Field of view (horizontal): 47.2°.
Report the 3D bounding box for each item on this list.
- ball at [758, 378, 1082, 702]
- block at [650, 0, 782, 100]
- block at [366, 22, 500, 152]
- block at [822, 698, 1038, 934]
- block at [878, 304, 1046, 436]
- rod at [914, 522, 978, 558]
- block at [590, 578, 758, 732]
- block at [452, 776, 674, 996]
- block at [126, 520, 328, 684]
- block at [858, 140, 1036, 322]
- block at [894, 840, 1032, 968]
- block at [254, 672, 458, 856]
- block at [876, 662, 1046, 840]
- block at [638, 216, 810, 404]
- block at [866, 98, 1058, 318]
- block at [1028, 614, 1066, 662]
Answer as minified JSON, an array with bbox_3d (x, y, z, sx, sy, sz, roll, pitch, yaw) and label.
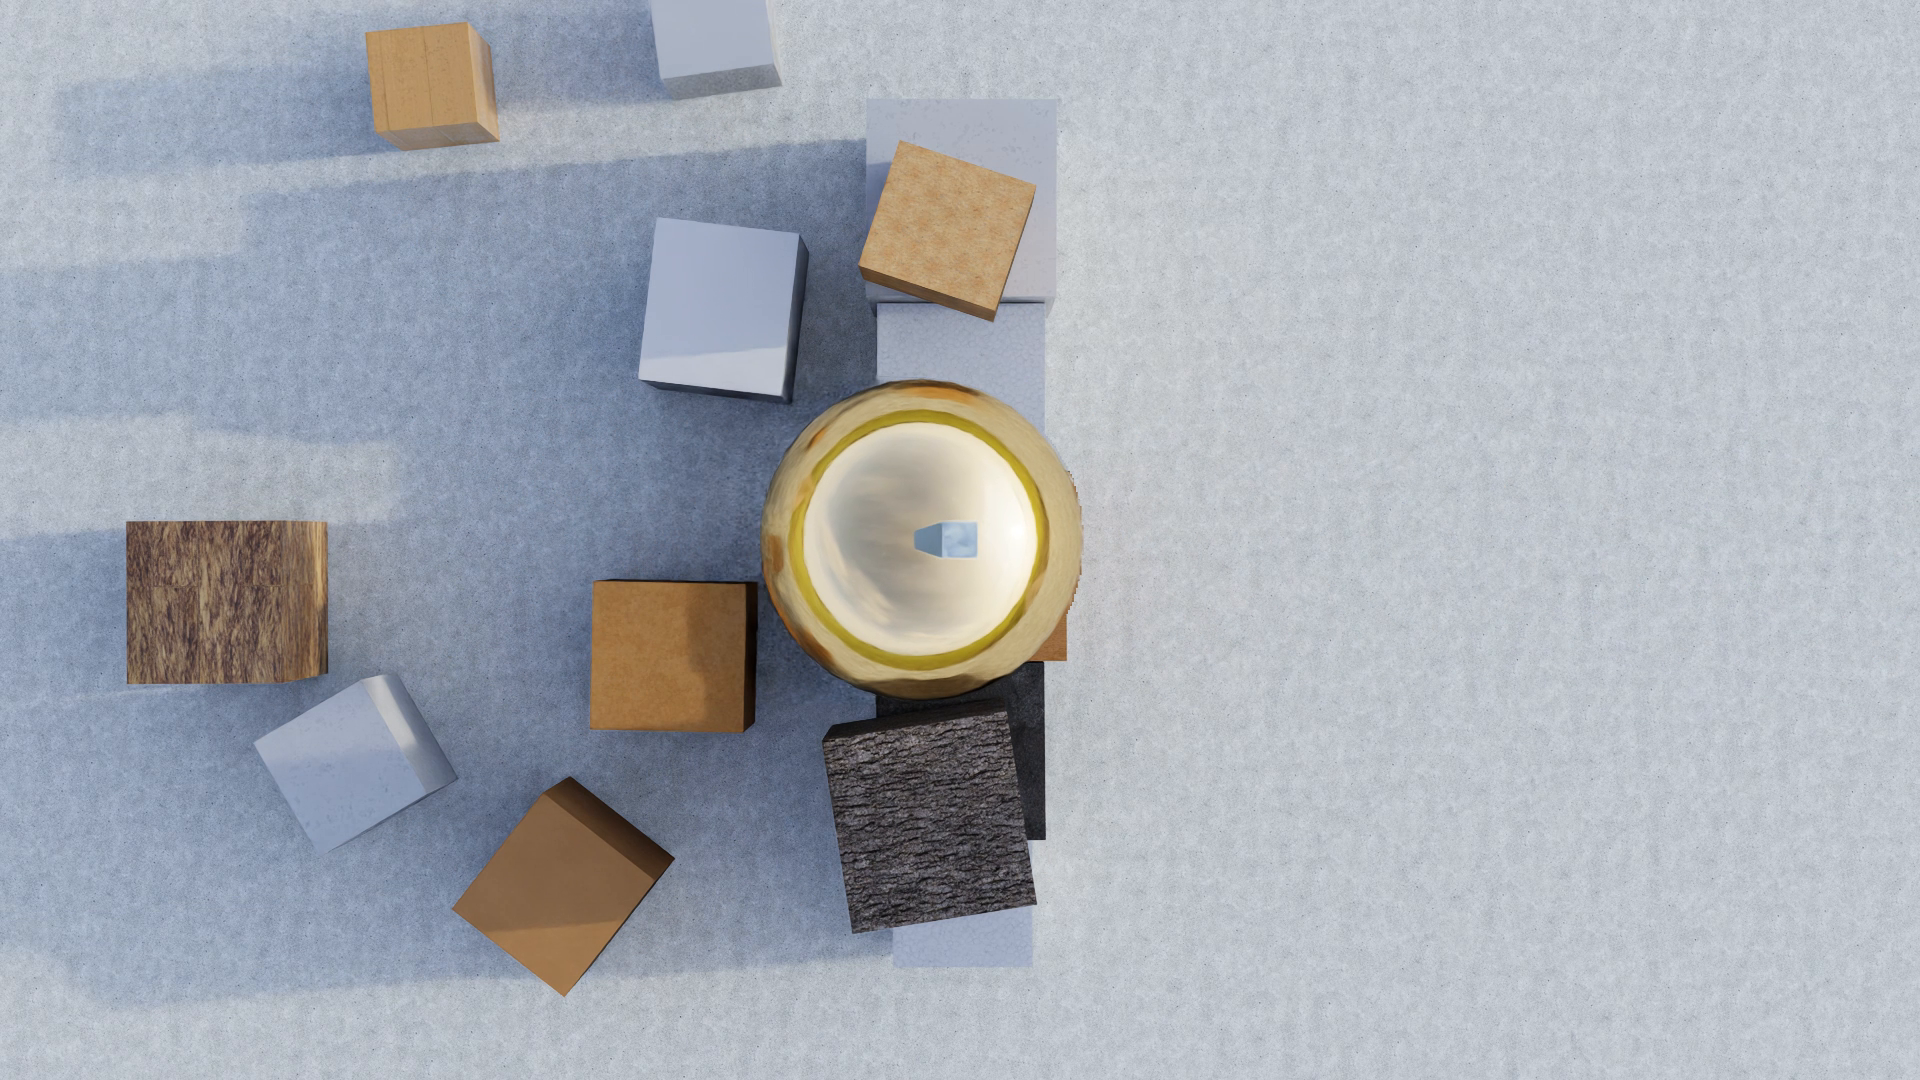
[{"bbox_3d":[-0.193,0.000,10.898,1.600,1.600,1.600,0,90,0],"label":"ball"},{"bbox_3d":[-1.406,-2.923,12.694,0.646,0.612,0.570,-8,90,0],"label":"block"},{"bbox_3d":[-3.036,-2.609,12.696,0.579,0.607,0.566,-6,90,0],"label":"block"},{"bbox_3d":[-0.154,1.423,11.538,0.945,0.908,0.987,-9,90,0],"label":"block"},{"bbox_3d":[0.007,-0.845,12.569,0.928,0.862,0.923,0,90,0],"label":"block"},{"bbox_3d":[-0.084,0.000,7.500,0.080,5.200,0.080,0,90,-2],"label":"rod"},{"bbox_3d":[-1.630,0.653,12.642,0.857,0.716,0.829,1,90,0],"label":"block"},{"bbox_3d":[-2.245,1.960,12.571,0.791,0.857,0.817,38,90,0],"label":"block"},{"bbox_3d":[-4.161,0.343,12.550,0.849,0.900,0.896,0,90,0],"label":"block"},{"bbox_3d":[-0.065,-1.612,11.567,0.739,0.619,0.676,18,90,0],"label":"block"},{"bbox_3d":[0.015,2.016,12.630,0.777,0.740,0.731,0,90,0],"label":"block"},{"bbox_3d":[-3.446,1.269,12.614,0.692,0.772,0.735,-30,90,0],"label":"block"},{"bbox_3d":[0.005,1.157,12.496,0.920,1.007,0.968,0,90,0],"label":"block"},{"bbox_3d":[-1.336,-1.294,12.588,0.794,0.824,0.904,7,90,0],"label":"block"},{"bbox_3d":[0.008,-1.849,12.438,1.029,1.124,1.066,0,90,0],"label":"block"},{"bbox_3d":[0.018,0.146,12.497,1.126,1.007,1.033,0,90,0],"label":"block"}]
